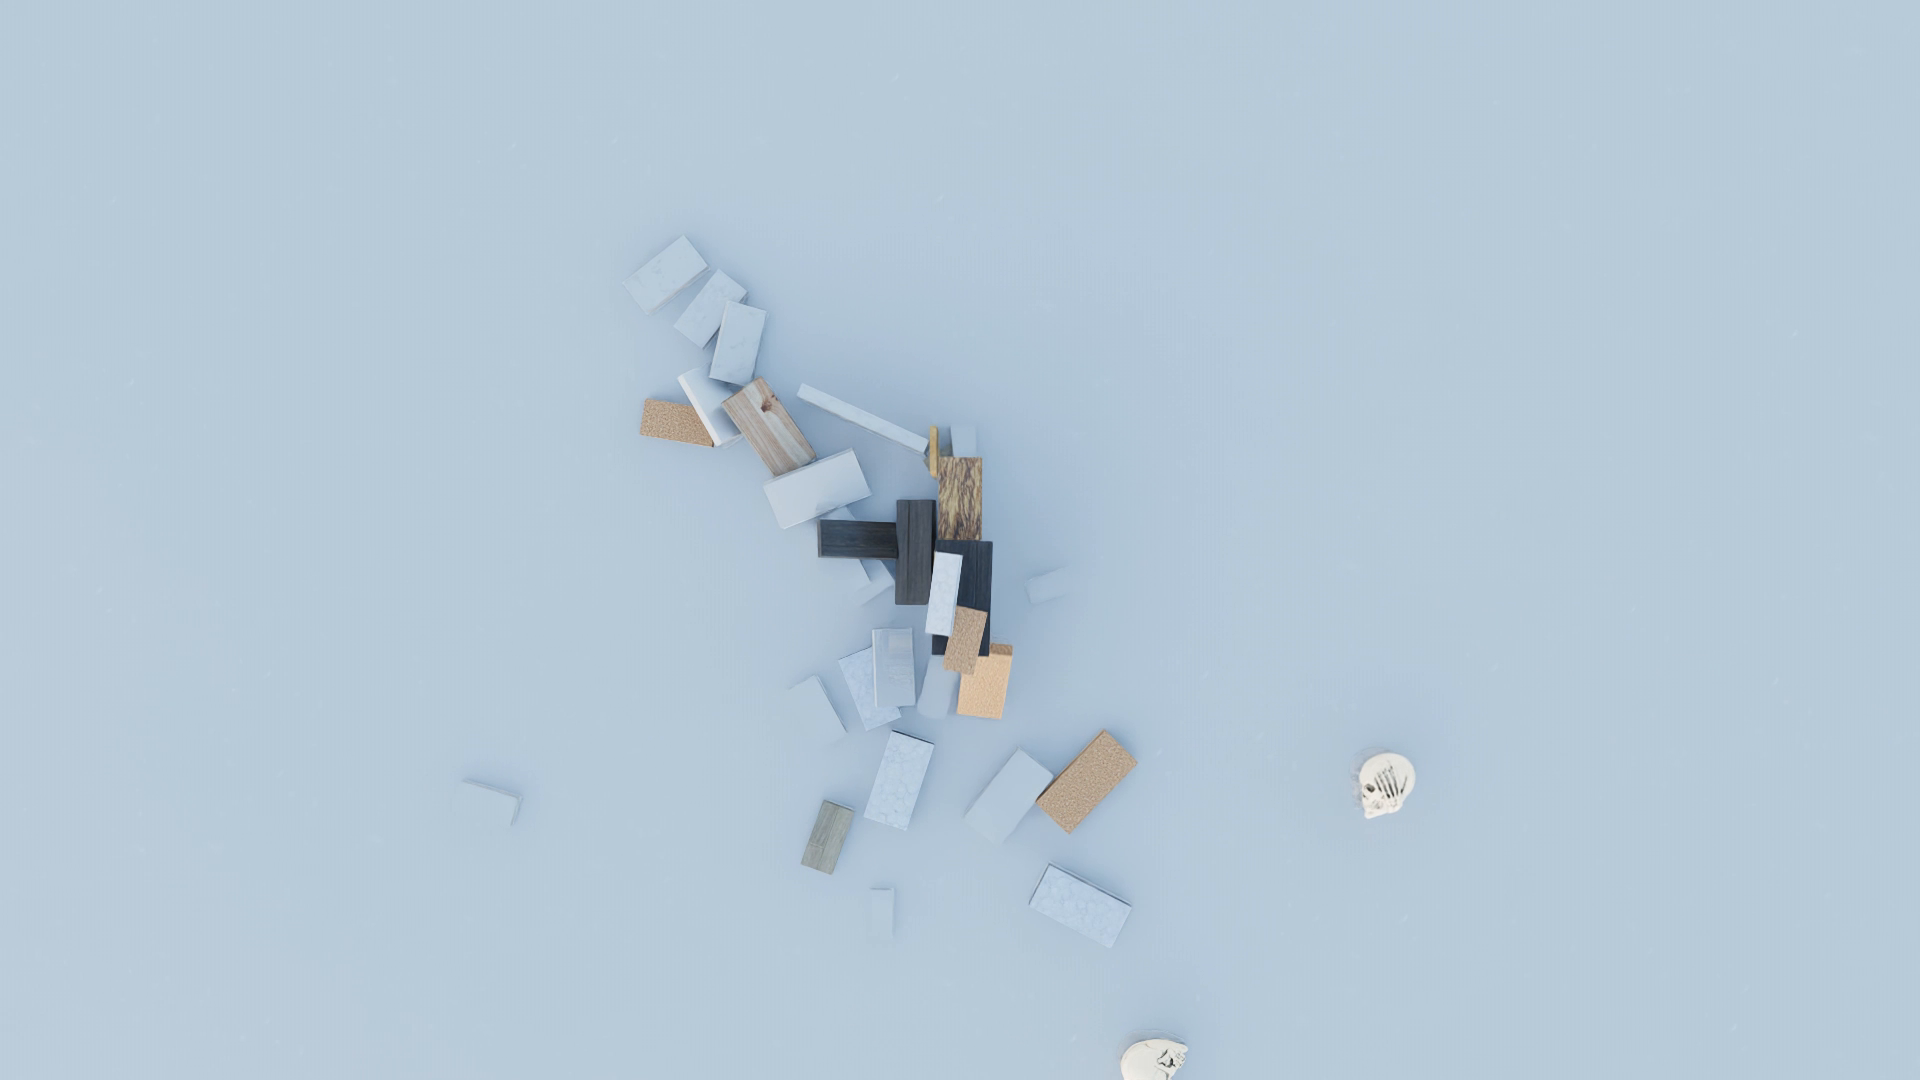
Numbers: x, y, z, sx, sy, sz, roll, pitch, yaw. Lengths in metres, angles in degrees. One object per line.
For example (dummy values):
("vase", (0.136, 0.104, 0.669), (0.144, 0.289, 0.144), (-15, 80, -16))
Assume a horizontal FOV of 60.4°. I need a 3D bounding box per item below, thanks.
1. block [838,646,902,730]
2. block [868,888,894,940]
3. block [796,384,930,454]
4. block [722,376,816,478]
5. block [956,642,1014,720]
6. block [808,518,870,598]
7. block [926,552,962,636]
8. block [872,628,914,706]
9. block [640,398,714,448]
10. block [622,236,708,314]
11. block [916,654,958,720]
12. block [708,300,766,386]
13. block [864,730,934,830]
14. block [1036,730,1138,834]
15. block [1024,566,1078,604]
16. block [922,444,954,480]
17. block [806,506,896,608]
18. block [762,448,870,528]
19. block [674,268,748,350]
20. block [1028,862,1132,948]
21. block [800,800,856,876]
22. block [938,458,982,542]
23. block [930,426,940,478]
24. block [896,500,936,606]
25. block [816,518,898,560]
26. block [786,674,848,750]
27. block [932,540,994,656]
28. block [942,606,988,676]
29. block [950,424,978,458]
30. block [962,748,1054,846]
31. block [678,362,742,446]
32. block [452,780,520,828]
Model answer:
("block", (-0.299, 0.492, 5.482), (0.126, 0.036, 0.253), (-22, 90, 0))
("block", (-0.264, 1.245, 5.488), (0.081, 0.023, 0.163), (1, 90, 0))
("block", (-0.315, -0.396, 5.420), (0.451, 0.159, 0.045), (24, 90, 0))
("block", (-0.628, -0.365, 5.436), (0.159, 0.045, 0.319), (-34, 106, 0))
("block", (0.079, 0.455, 5.348), (0.149, 0.360, 0.042), (7, 50, 0))
("block", (-0.397, 0.057, 5.441), (0.111, 0.031, 0.243), (-26, 90, 0))
("block", (-0.049, 0.166, 5.063), (0.081, 0.023, 0.250), (8, 90, 22))
("block", (-0.221, 0.422, 5.455), (0.126, 0.036, 0.253), (-1, 85, -14))
("block", (-0.933, -0.389, 5.483), (0.243, 0.034, 0.122), (10, 90, 0))
("block", (-0.978, -0.881, 5.482), (0.259, 0.037, 0.130), (-38, 90, 0))
("block", (-0.072, 0.489, 5.486), (0.099, 0.028, 0.199), (15, 90, 0))
("block", (-0.735, -0.648, 5.455), (0.130, 0.037, 0.259), (13, 90, -26))
("block", (-0.202, 0.797, 5.479), (0.149, 0.042, 0.299), (18, 90, 0))
("block", (0.420, 0.803, 5.478), (0.153, 0.043, 0.332), (44, 90, 0))
("block", (0.304, 0.151, 5.488), (0.163, 0.023, 0.081), (-19, 90, 0))
("block", (-0.037, -0.271, 5.489), (0.157, 0.022, 0.078), (-31, 90, 0))
("block", (-0.361, 0.056, 5.478), (0.153, 0.043, 0.306), (-33, 90, 0))
("block", (-0.473, -0.171, 5.454), (0.319, 0.045, 0.159), (-21, 108, 0))
("block", (-0.828, -0.767, 5.483), (0.121, 0.034, 0.243), (38, 90, 0))
("block", (0.398, 1.214, 5.478), (0.306, 0.043, 0.153), (27, 90, 0))
("block", (-0.439, 0.989, 5.484), (0.111, 0.031, 0.222), (20, 90, 0))
("block", (0.001, -0.124, 5.207), (0.136, 0.039, 0.273), (0, 90, 0))
("block", (-0.084, -0.292, 5.438), (0.022, 0.078, 0.157), (-2, 79, 6))
("block", (-0.147, 0.041, 5.453), (0.126, 0.036, 0.348), (0, 87, 21))
("block", (-0.338, 0.000, 5.418), (0.265, 0.034, 0.122), (2, 77, -24))
("block", (-0.476, 0.573, 5.484), (0.111, 0.031, 0.222), (-29, 90, 0))
("block", (0.007, 0.179, 5.115), (0.178, 0.050, 0.356), (2, 90, 0))
("block", (0.014, 0.309, 5.076), (0.099, 0.028, 0.199), (13, 90, 0))
("block", (0.016, -0.305, 5.467), (0.078, 0.022, 0.157), (-6, 90, 0))
("block", (0.161, 0.852, 5.479), (0.149, 0.042, 0.299), (38, 90, 0))
("block", (-0.811, -0.450, 5.445), (0.130, 0.037, 0.259), (-30, 90, -39))
("block", (-1.577, 0.877, 5.486), (0.199, 0.028, 0.099), (17, 90, 0))
